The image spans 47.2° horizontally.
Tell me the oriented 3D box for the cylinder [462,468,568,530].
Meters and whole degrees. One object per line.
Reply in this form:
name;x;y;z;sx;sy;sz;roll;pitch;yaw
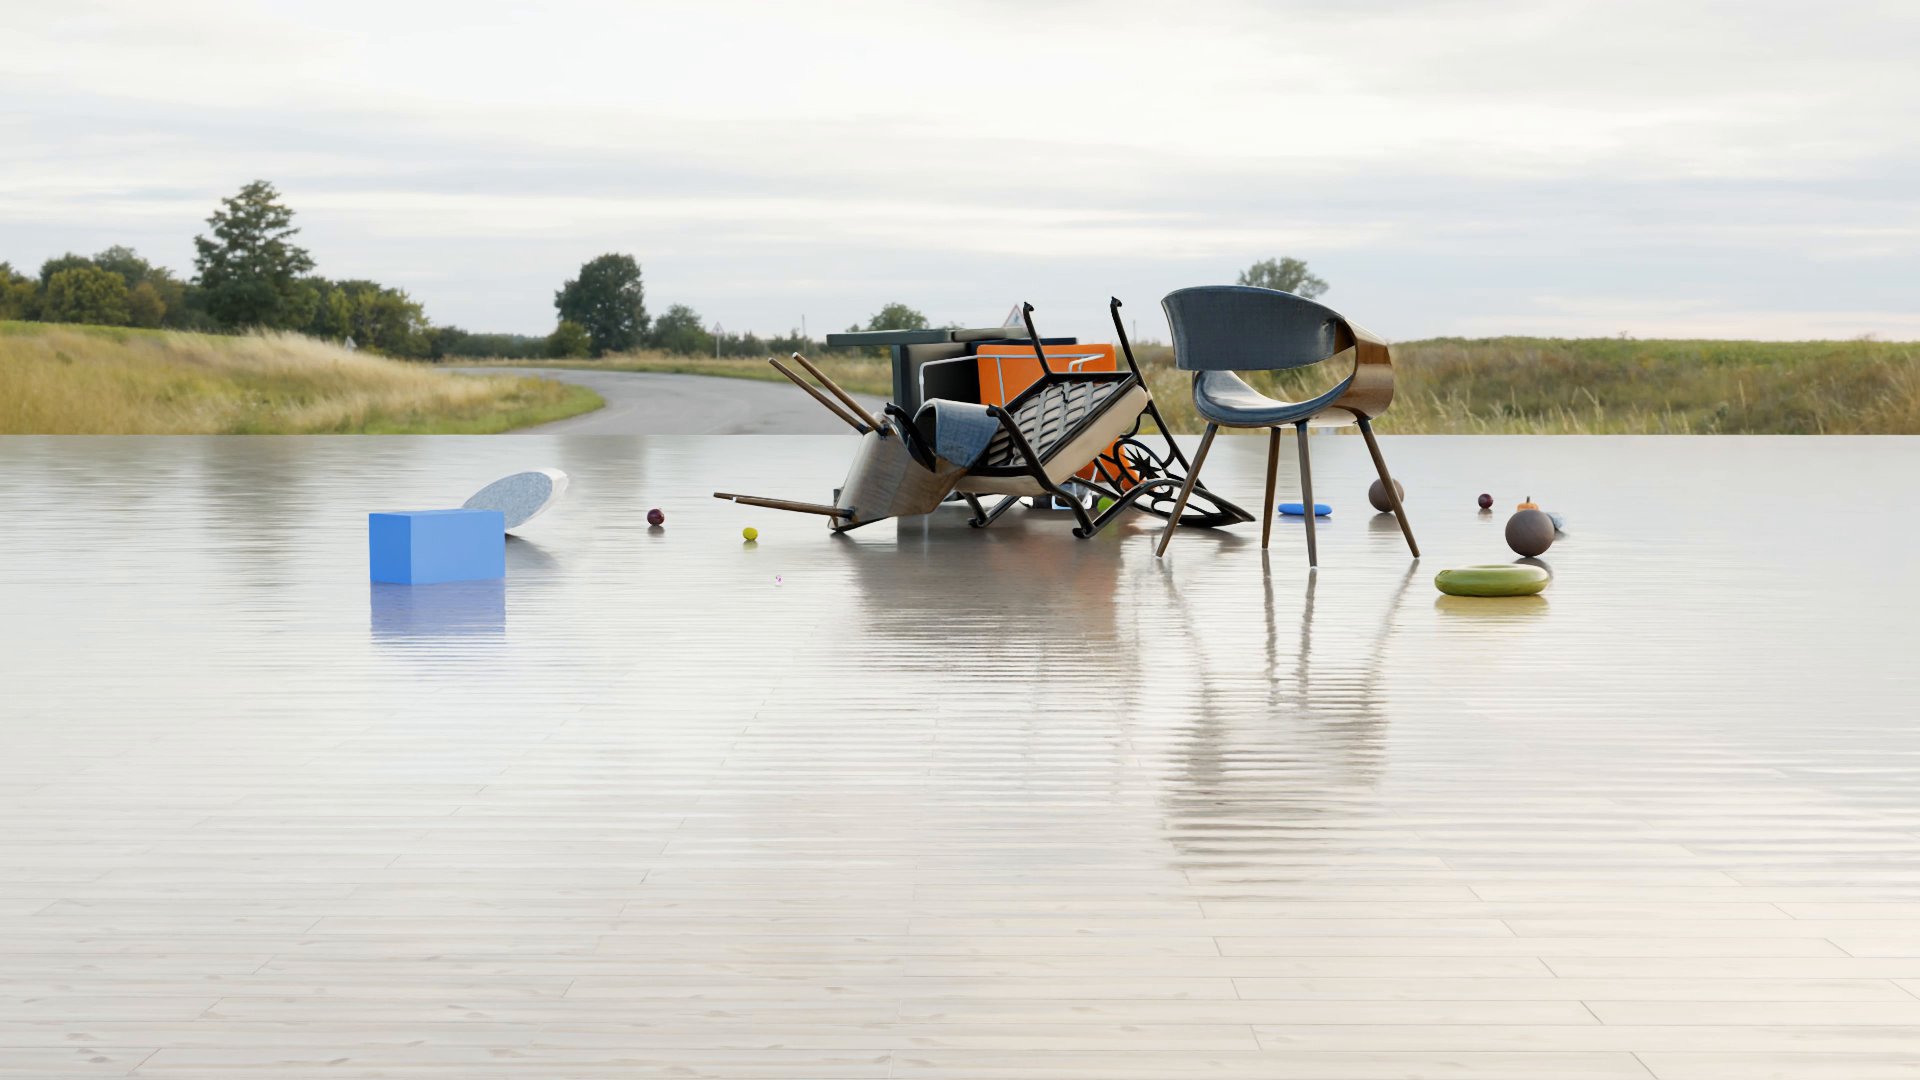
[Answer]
cylinder;-1.385;-0.117;6.801;0.329;0.146;0.296;-27;4;1

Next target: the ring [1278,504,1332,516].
ring;1.235;-0.110;7.876;0.086;0.039;0.242;-2;4;-42

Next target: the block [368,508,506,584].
block;-1.237;0.013;5.206;0.166;0.158;0.265;3;5;41

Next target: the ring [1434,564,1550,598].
ring;1.164;0.088;4.812;0.261;0.062;0.216;-2;3;-19

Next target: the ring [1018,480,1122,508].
ring;0.416;-0.173;8.325;0.408;0.104;0.220;-1;6;-11
